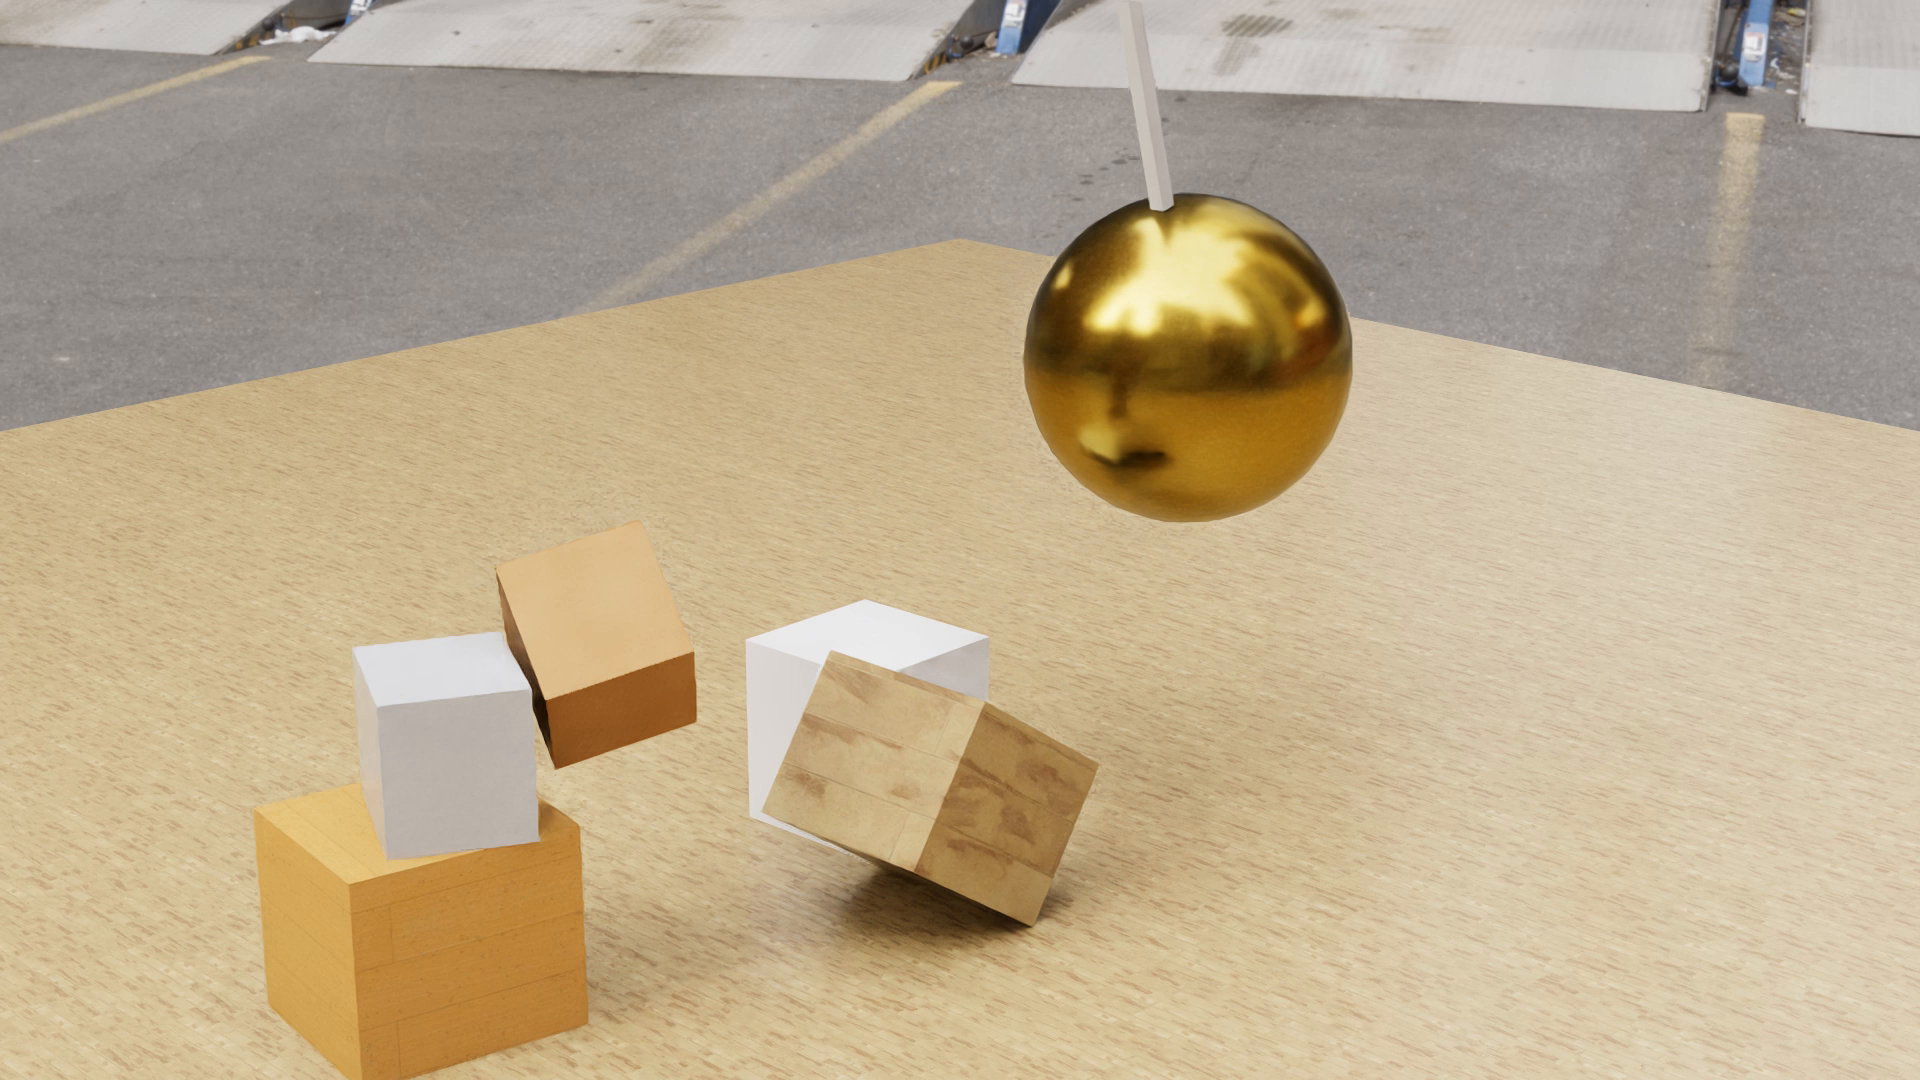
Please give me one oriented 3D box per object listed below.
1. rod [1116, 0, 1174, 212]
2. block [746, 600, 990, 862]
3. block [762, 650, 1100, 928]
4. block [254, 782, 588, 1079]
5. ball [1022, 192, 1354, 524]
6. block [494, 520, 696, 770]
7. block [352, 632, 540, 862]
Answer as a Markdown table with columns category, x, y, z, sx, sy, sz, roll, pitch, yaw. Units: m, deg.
| category | x | y | z | sx | sy | sz | roll | pitch | yaw |
| --- | --- | --- | --- | --- | --- | --- | --- | --- | --- |
| rod | 0.478 | -3.824 | 12.641 | 0.080 | 5.200 | 0.080 | 17 | 39 | 42 |
| block | -0.437 | 0.894 | 13.996 | 0.820 | 0.902 | 0.809 | 15 | 23 | 40 |
| block | -0.126 | 1.095 | 12.949 | 0.943 | 0.778 | 0.898 | 16 | -10 | 41 |
| block | -2.199 | 1.538 | 11.969 | 0.998 | 0.888 | 0.930 | -12 | 21 | -34 |
| ball | 1.104 | -0.880 | 14.222 | 1.600 | 1.600 | 1.600 | 0 | 17 | 0 |
| block | -1.481 | 0.431 | 11.986 | 0.617 | 0.660 | 0.638 | -18 | 64 | -14 |
| block | -2.058 | 0.813 | 11.718 | 0.598 | 0.645 | 0.711 | -6 | 18 | -18 |
